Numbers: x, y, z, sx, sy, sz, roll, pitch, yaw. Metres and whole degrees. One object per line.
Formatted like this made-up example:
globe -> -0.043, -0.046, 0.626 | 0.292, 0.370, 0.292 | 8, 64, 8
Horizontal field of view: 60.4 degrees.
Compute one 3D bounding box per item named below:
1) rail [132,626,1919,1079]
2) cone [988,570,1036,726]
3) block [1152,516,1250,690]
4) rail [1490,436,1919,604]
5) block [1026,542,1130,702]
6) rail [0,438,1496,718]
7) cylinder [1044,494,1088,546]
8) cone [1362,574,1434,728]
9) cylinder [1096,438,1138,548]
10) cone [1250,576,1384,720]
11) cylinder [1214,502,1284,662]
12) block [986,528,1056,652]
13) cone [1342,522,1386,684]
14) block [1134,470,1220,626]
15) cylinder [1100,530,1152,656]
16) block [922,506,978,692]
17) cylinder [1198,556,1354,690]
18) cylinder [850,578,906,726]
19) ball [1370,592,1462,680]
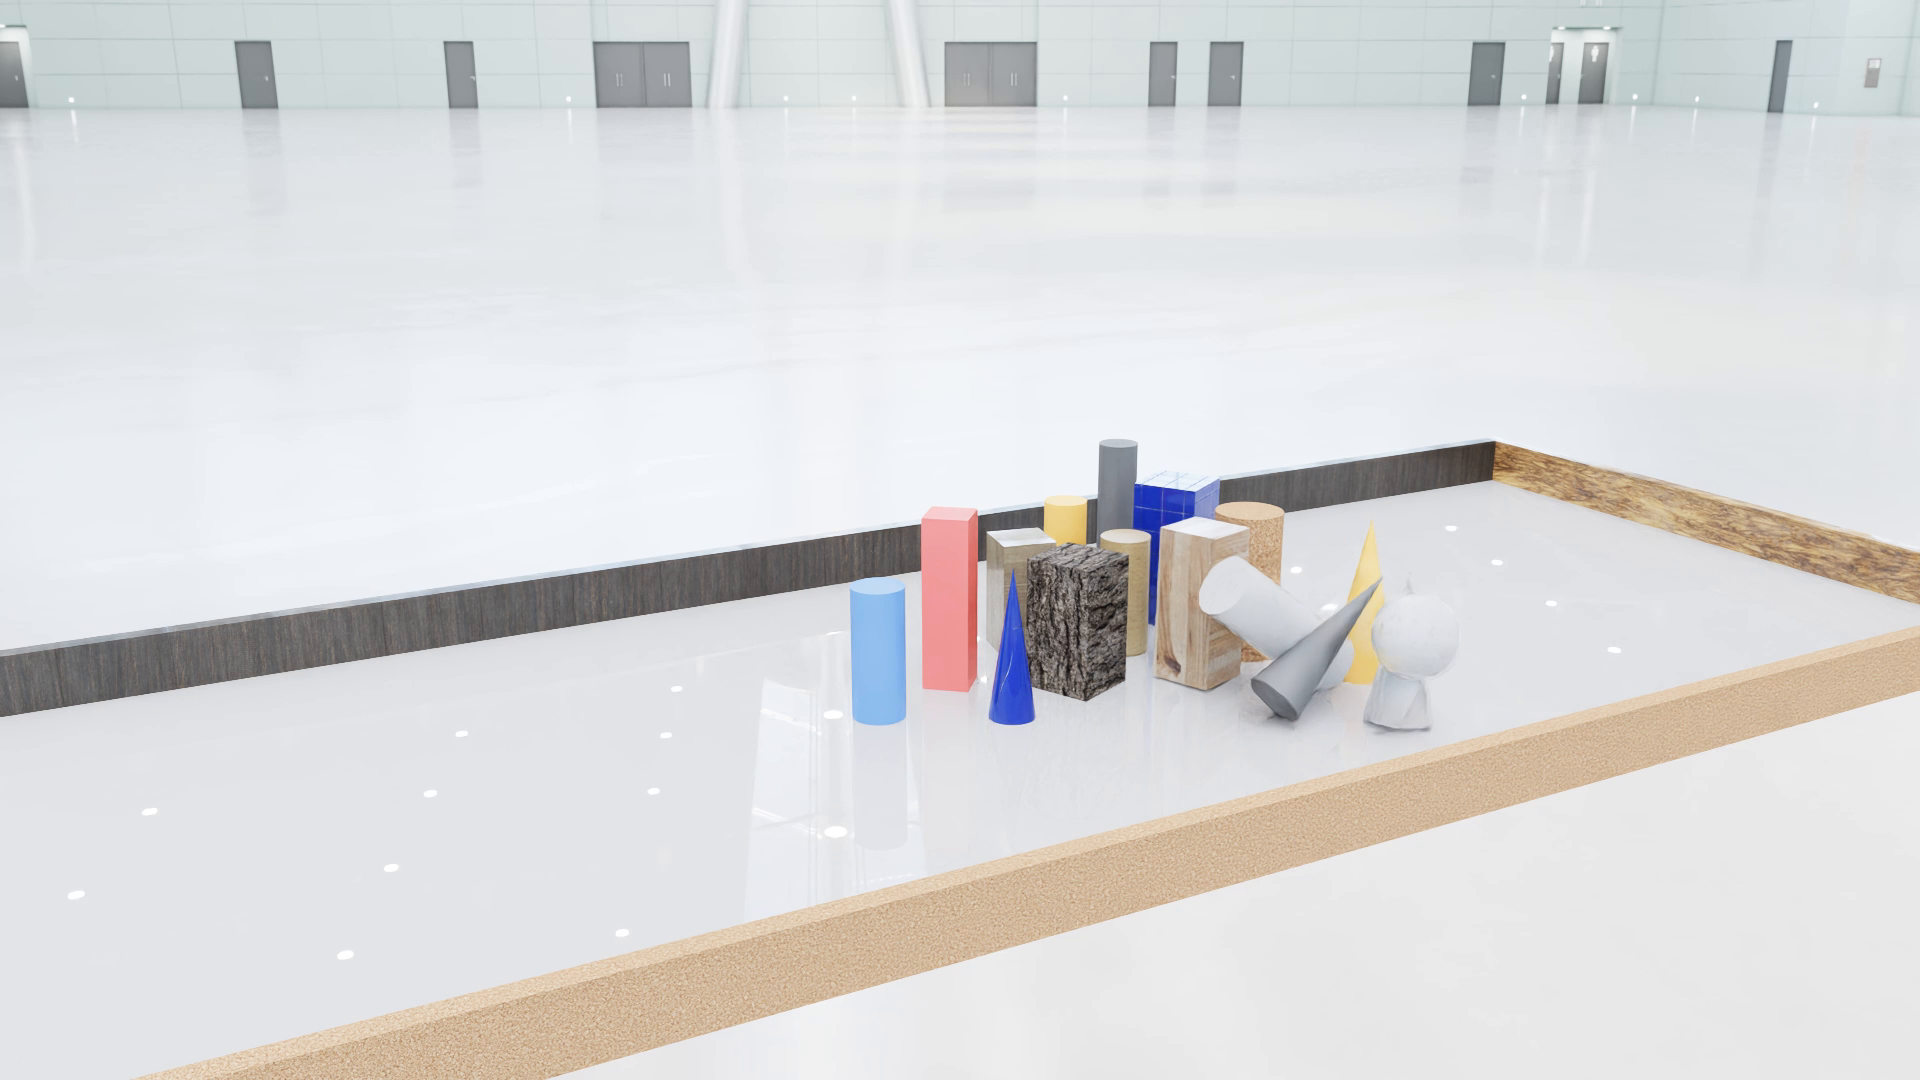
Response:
rail -> -2.336, 1.006, 1.665 | 12.000, 0.150, 0.050 | -9, 18, -27
cone -> 0.124, 0.241, 3.876 | 0.116, 0.370, 0.116 | 0, 16, 0
block -> 0.604, 0.156, 4.131 | 0.159, 0.386, 0.159 | 14, 19, 39
rail -> 2.466, -0.048, 5.253 | 0.050, 0.150, 2.100 | -9, 18, -27
block -> 0.290, 0.199, 4.089 | 0.180, 0.331, 0.180 | 12, 20, 36
rail -> -3.305, 0.497, 3.399 | 12.000, 0.150, 0.050 | -9, 18, -27
cylinder -> 0.290, 0.054, 4.567 | 0.117, 0.340, 0.117 | 0, 16, 0
cone -> 1.041, 0.244, 3.862 | 0.167, 0.358, 0.167 | 1, 11, 0
cylinder -> 0.456, -0.068, 4.804 | 0.113, 0.440, 0.113 | 0, 16, 0
cone -> 0.881, 0.229, 3.927 | 0.423, 0.141, 0.141 | -45, 33, -14
cylinder -> 0.746, 0.108, 4.305 | 0.176, 0.384, 0.176 | 0, 16, 0
block -> 0.160, 0.137, 4.349 | 0.144, 0.303, 0.144 | -5, 17, -16
cone -> 1.023, 0.141, 4.149 | 0.175, 0.409, 0.175 | 0, 16, 0
block -> 0.594, 0.027, 4.563 | 0.177, 0.395, 0.177 | 9, 19, 29
cylinder -> 0.431, 0.139, 4.332 | 0.131, 0.311, 0.131 | 0, 16, 0
block -> -0.025, 0.146, 4.077 | 0.116, 0.440, 0.116 | 3, 17, 12
cylinder -> 0.770, 0.206, 4.001 | 0.401, 0.156, 0.156 | 34, -1, -29
cylinder -> -0.192, 0.262, 3.889 | 0.130, 0.324, 0.130 | 0, 16, 0
ball -> 1.028, 0.217, 3.720 | 0.198, 0.198, 0.198 | 0, 16, 0
